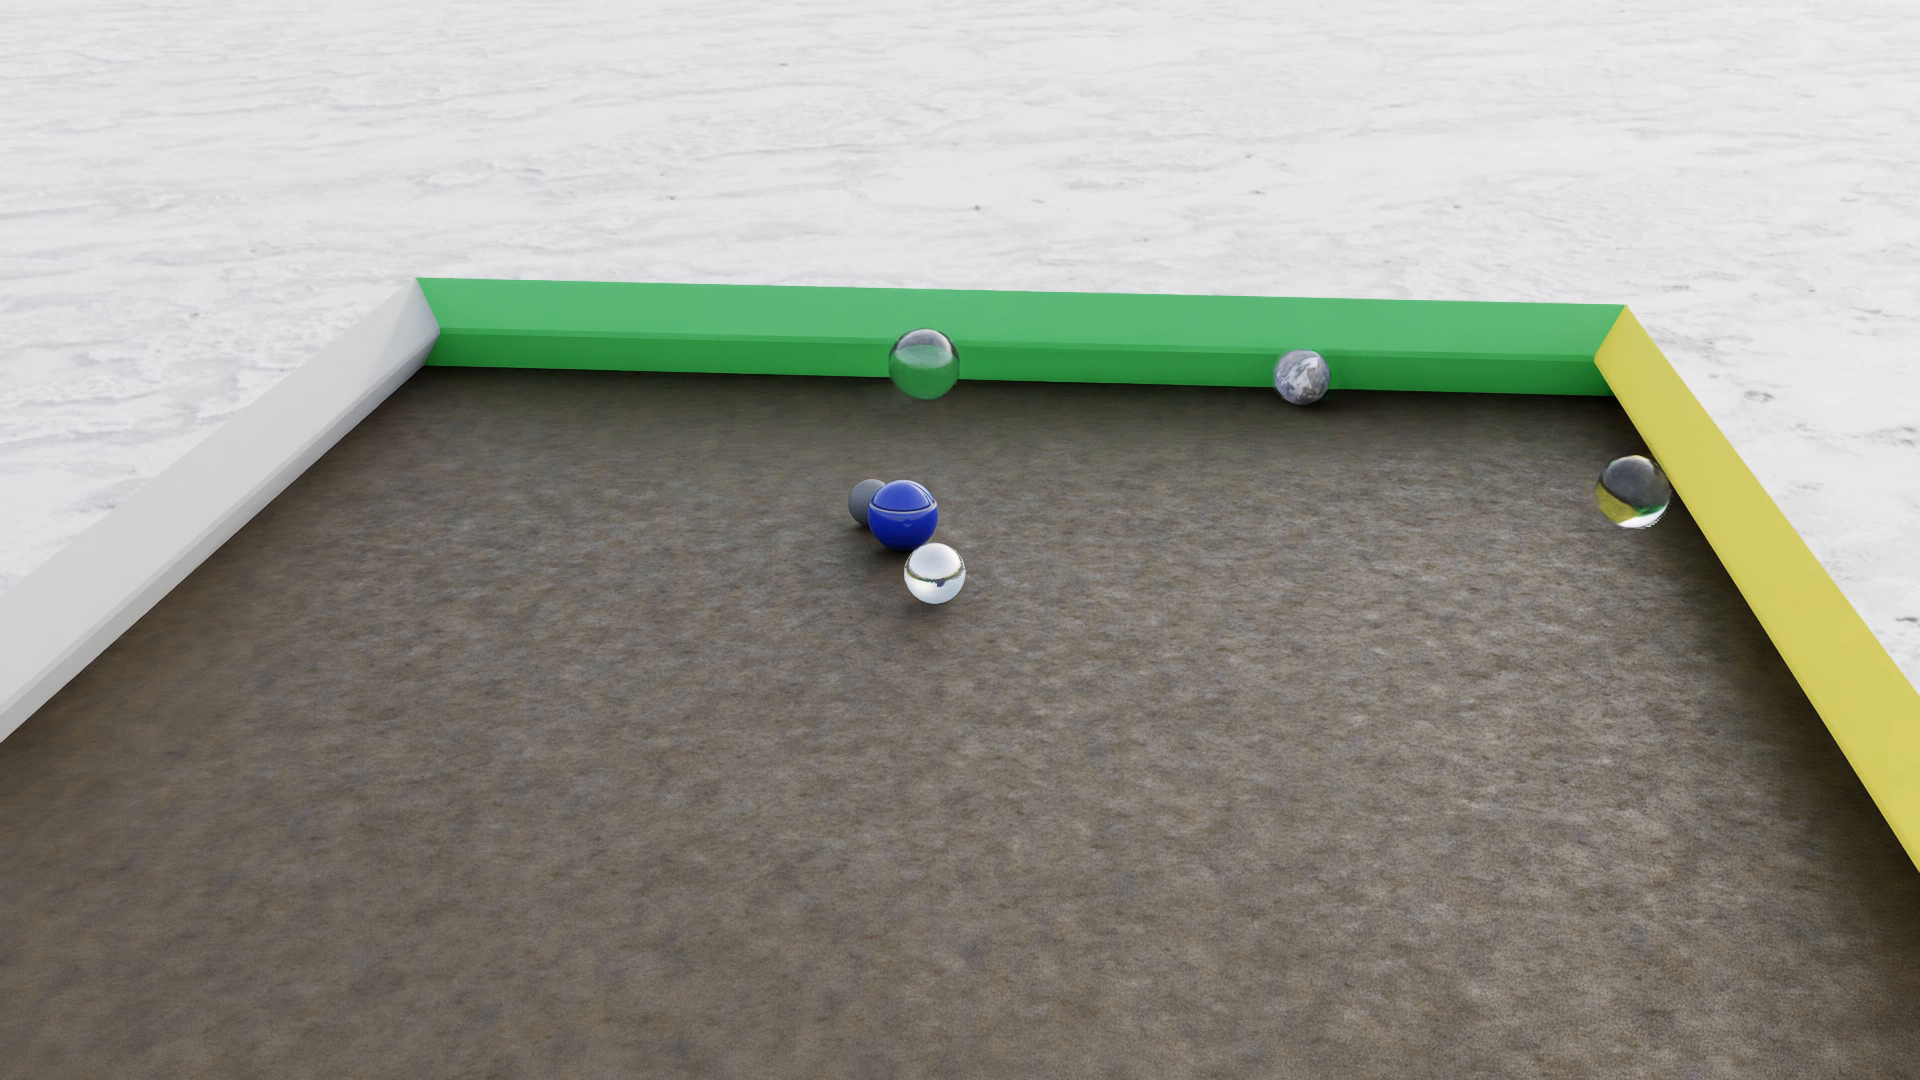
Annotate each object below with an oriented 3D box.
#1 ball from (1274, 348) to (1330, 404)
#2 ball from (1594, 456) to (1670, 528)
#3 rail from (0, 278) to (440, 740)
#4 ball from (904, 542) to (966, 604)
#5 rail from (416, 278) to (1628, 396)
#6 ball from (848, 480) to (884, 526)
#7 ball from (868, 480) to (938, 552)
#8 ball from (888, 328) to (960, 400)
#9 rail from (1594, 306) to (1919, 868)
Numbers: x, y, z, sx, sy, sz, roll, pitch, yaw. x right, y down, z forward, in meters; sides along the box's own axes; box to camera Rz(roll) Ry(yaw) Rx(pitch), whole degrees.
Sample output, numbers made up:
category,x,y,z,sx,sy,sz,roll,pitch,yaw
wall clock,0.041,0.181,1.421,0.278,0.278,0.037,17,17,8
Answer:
category,x,y,z,sx,sy,sz,roll,pitch,yaw
ball,0.466,-0.222,2.994,0.076,0.076,0.076,0,21,0
ball,0.779,-0.056,2.548,0.084,0.084,0.084,0,21,0
rail,-0.886,0.210,1.789,0.045,0.128,2.943,2,21,5
ball,-0.027,0.035,2.336,0.065,0.065,0.065,0,21,0
rail,0.064,-0.279,3.067,1.694,0.128,0.045,2,21,5
ball,-0.102,-0.043,2.555,0.055,0.055,0.055,0,21,0
ball,-0.064,-0.028,2.479,0.081,0.081,0.081,0,21,0
ball,-0.049,-0.241,3.012,0.099,0.099,0.099,0,21,0
rail,0.754,0.262,1.651,0.045,0.128,2.943,2,21,5
